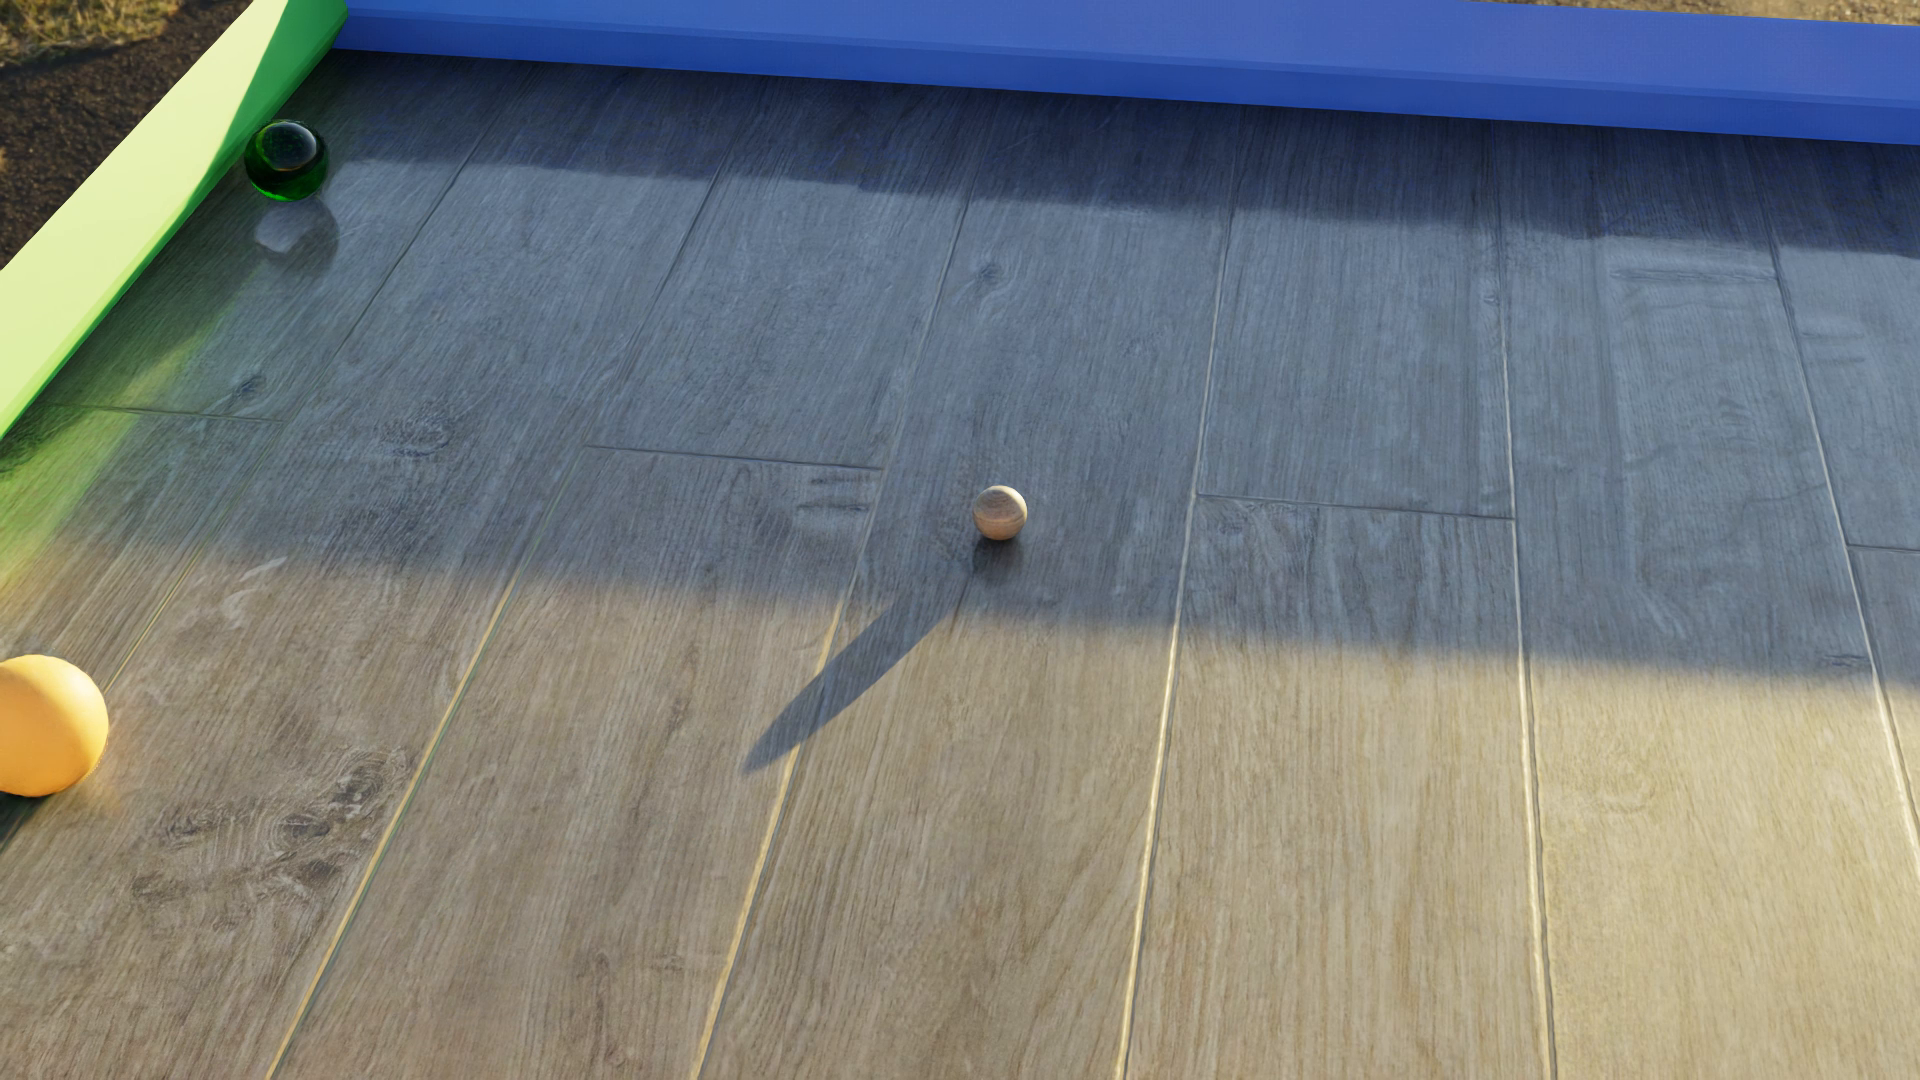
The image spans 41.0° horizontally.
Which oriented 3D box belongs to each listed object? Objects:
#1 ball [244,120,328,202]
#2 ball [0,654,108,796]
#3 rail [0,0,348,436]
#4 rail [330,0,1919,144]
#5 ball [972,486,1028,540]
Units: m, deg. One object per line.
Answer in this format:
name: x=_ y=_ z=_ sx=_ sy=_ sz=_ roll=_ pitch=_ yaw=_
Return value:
ball: x=-0.639 y=-0.359 z=2.433 sx=0.077 sy=0.077 sz=0.077 roll=0 pitch=35 yaw=0
ball: x=-0.620 y=0.124 z=1.718 sx=0.095 sy=0.095 sz=0.095 roll=0 pitch=35 yaw=0
rail: x=-0.775 y=-0.089 z=2.000 sx=0.045 sy=0.123 sz=1.732 roll=5 pitch=35 yaw=7
rail: x=0.918 y=-0.434 z=2.499 sx=3.225 sy=0.123 sz=0.045 roll=5 pitch=35 yaw=7
ball: x=0.030 y=-0.021 z=1.974 sx=0.042 sy=0.042 sz=0.042 roll=0 pitch=35 yaw=0
